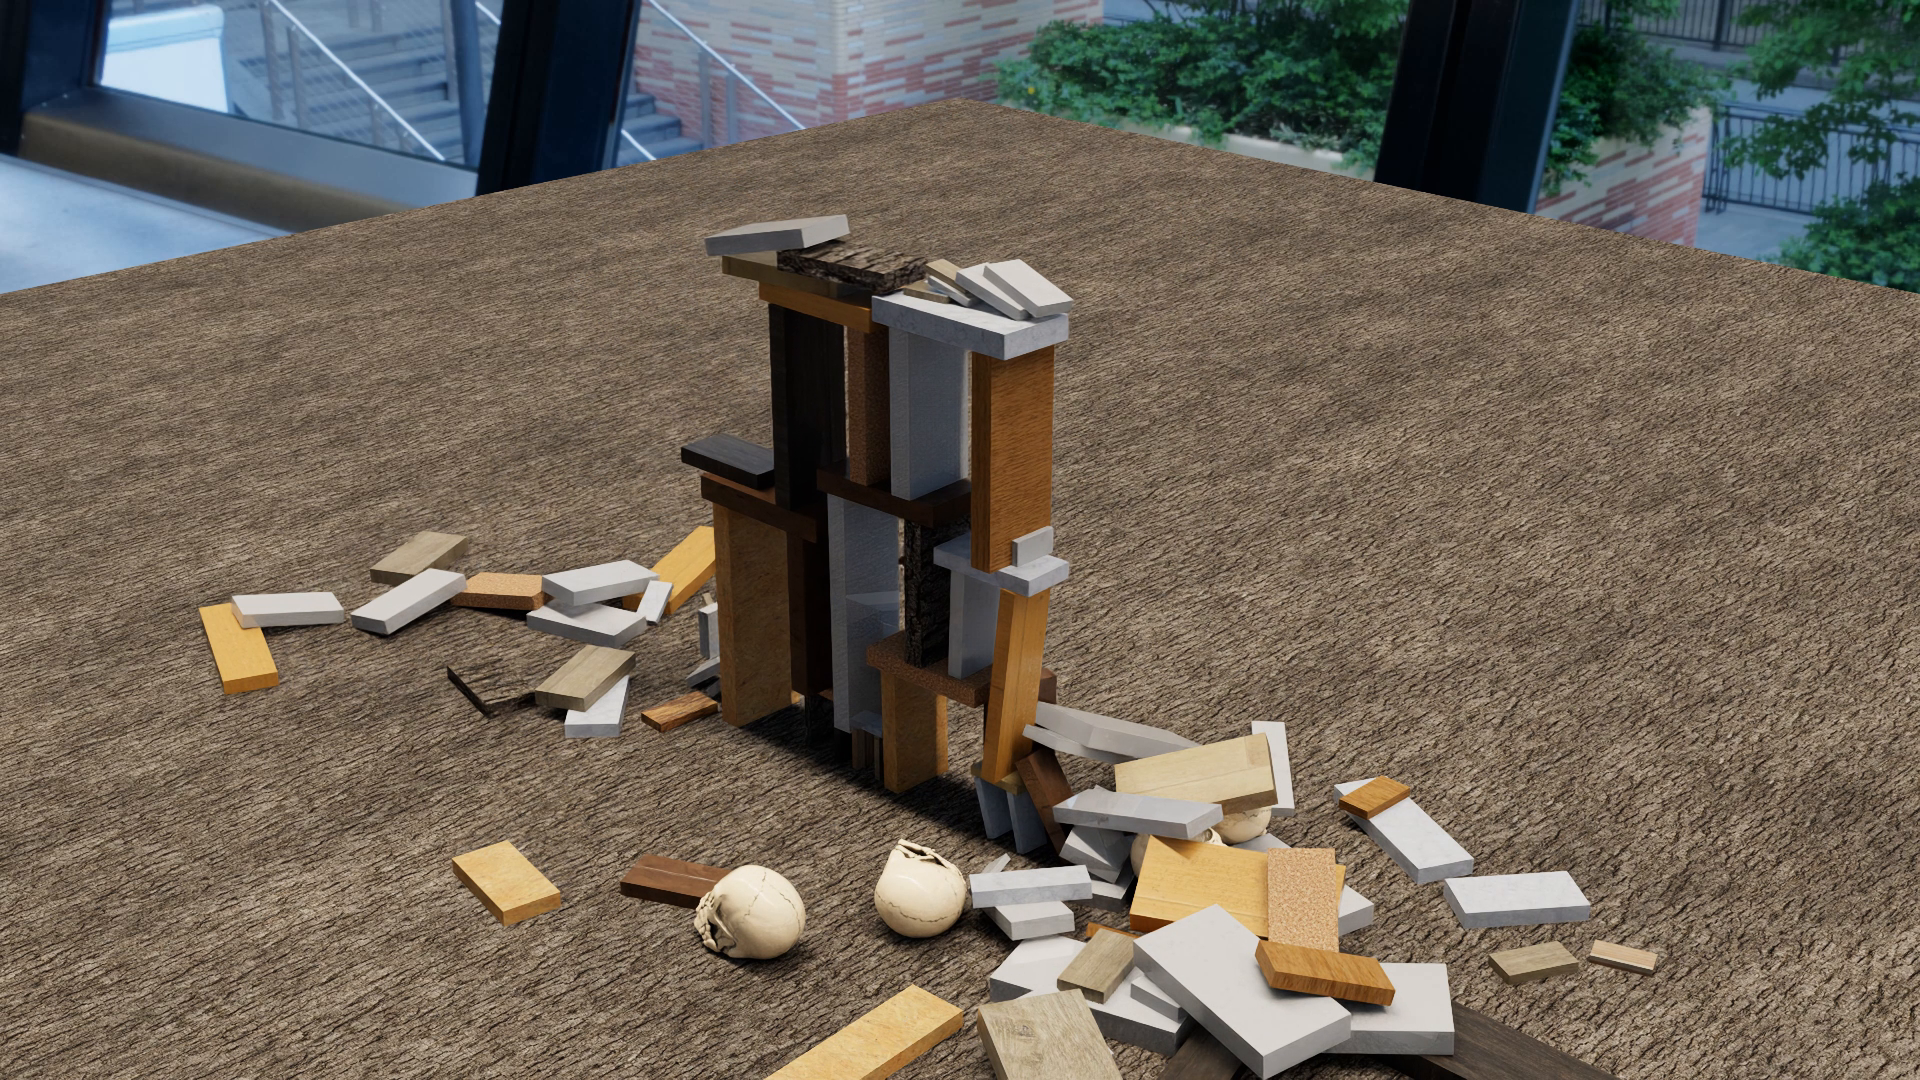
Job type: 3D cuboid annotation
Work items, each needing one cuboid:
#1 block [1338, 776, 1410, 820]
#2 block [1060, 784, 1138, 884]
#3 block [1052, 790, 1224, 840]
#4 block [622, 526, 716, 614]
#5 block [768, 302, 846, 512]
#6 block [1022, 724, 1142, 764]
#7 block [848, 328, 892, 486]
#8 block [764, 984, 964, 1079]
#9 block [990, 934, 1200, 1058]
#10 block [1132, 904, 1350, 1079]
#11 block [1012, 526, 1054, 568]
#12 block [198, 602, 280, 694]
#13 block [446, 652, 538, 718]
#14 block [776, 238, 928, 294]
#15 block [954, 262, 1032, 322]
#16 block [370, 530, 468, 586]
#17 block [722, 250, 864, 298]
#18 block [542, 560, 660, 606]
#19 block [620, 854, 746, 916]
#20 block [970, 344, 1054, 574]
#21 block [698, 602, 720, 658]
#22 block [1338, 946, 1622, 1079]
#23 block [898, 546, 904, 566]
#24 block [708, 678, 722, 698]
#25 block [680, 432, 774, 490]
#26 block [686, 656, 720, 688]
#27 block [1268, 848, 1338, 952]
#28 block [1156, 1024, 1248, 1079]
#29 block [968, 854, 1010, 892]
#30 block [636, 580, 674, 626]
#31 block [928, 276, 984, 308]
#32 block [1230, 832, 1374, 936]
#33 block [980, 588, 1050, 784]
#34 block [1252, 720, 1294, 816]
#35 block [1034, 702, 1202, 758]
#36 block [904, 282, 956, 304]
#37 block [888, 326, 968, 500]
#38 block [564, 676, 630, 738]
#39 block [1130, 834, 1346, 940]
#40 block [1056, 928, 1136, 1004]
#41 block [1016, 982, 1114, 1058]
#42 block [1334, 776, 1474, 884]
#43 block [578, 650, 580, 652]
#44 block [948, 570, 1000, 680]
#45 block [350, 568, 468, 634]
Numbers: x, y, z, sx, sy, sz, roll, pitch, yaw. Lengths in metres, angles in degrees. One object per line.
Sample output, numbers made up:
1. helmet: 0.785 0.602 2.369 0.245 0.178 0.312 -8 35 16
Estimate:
1. block: 0.835 0.518 4.427 0.141 0.020 0.071 -20 30 -39
2. block: 0.280 0.567 4.253 0.117 0.033 0.234 26 28 7
3. block: 0.331 0.514 4.131 0.327 0.030 0.106 1 15 45
4. block: -0.691 0.072 5.544 0.128 0.036 0.458 7 24 17
5. block: -0.304 -0.282 4.422 0.045 0.427 0.157 21 31 40
6. block: 0.283 0.426 4.419 0.081 0.023 0.473 22 1 35
7. block: -0.145 -0.278 4.268 0.045 0.315 0.157 19 30 37
8. block: -0.199 0.878 3.649 0.117 0.033 0.484 19 29 38
9. block: 0.247 0.787 3.842 0.349 0.049 0.175 12 26 26
10. block: 0.469 0.754 3.698 0.179 0.051 0.364 -18 30 -25
11. block: 0.137 0.012 4.137 0.014 0.050 0.101 21 30 39
12. block: -1.687 0.246 5.137 0.118 0.034 0.432 -10 25 -23
13. block: -1.055 0.326 4.950 0.118 0.034 0.237 -14 27 -30
14. block: -0.206 -0.526 4.190 0.264 0.037 0.132 16 28 34
15. block: 0.077 -0.453 4.009 0.163 0.023 0.081 35 39 31
16. block: -1.376 0.048 5.601 0.129 0.036 0.257 7 24 16
17. block: -0.312 -0.530 4.297 0.291 0.037 0.132 16 28 33
18. block: -0.870 0.103 5.330 0.129 0.036 0.257 22 23 40
19. block: -0.525 0.654 4.181 0.212 0.030 0.106 8 24 18
20. block: 0.097 -0.162 4.069 0.048 0.424 0.170 21 30 39
21. block: -0.518 0.185 5.177 0.033 0.116 0.231 18 29 36
22. block: 0.926 0.890 3.600 0.866 0.049 0.175 21 30 40
23. block: -0.018 0.085 4.993 0.121 0.242 0.034 -20 39 45
24. block: -0.496 0.289 4.920 0.152 0.022 0.076 -39 3 26
25. block: -0.465 -0.167 4.654 0.242 0.034 0.121 20 30 39
26. block: -0.545 0.281 4.967 0.152 0.022 0.076 -27 9 29
27. block: 0.604 0.651 3.879 0.120 0.034 0.239 -1 45 7
28. block: 0.418 0.872 3.667 0.106 0.030 0.212 12 26 27
29. block: 0.055 0.638 4.200 0.050 0.014 0.101 -36 3 33
30. block: -0.739 0.151 5.313 0.058 0.016 0.116 7 53 17
31. block: -0.006 -0.463 4.058 0.102 0.014 0.051 34 37 30
32. block: 0.621 0.658 4.154 0.151 0.043 0.302 -14 27 -29
33. block: 0.108 0.264 4.229 0.033 0.418 0.118 24 32 32
34. block: 0.654 0.476 4.612 0.071 0.020 0.374 2 23 4
35. block: 0.345 0.404 4.483 0.151 0.043 0.460 22 3 41
36. block: -0.050 -0.459 4.087 0.102 0.014 0.051 17 28 34
37. block: -0.058 -0.262 4.198 0.048 0.339 0.170 19 29 37
38. block: -0.800 0.366 4.855 0.116 0.033 0.231 -1 23 -2
39. block: 0.501 0.644 3.960 0.358 0.051 0.179 7 47 15
40. block: 0.248 0.745 3.847 0.089 0.025 0.178 12 26 26
41. block: 0.169 0.830 3.706 0.089 0.025 0.178 -19 44 -29
42. block: 0.876 0.572 4.368 0.120 0.034 0.343 -8 24 -17
43. block: -0.850 0.286 5.066 0.058 0.016 0.116 -3 23 -8
44. block: 0.031 0.143 4.281 0.033 0.236 0.118 21 31 36
45. block: -1.330 0.147 5.313 0.128 0.036 0.257 8 29 36
